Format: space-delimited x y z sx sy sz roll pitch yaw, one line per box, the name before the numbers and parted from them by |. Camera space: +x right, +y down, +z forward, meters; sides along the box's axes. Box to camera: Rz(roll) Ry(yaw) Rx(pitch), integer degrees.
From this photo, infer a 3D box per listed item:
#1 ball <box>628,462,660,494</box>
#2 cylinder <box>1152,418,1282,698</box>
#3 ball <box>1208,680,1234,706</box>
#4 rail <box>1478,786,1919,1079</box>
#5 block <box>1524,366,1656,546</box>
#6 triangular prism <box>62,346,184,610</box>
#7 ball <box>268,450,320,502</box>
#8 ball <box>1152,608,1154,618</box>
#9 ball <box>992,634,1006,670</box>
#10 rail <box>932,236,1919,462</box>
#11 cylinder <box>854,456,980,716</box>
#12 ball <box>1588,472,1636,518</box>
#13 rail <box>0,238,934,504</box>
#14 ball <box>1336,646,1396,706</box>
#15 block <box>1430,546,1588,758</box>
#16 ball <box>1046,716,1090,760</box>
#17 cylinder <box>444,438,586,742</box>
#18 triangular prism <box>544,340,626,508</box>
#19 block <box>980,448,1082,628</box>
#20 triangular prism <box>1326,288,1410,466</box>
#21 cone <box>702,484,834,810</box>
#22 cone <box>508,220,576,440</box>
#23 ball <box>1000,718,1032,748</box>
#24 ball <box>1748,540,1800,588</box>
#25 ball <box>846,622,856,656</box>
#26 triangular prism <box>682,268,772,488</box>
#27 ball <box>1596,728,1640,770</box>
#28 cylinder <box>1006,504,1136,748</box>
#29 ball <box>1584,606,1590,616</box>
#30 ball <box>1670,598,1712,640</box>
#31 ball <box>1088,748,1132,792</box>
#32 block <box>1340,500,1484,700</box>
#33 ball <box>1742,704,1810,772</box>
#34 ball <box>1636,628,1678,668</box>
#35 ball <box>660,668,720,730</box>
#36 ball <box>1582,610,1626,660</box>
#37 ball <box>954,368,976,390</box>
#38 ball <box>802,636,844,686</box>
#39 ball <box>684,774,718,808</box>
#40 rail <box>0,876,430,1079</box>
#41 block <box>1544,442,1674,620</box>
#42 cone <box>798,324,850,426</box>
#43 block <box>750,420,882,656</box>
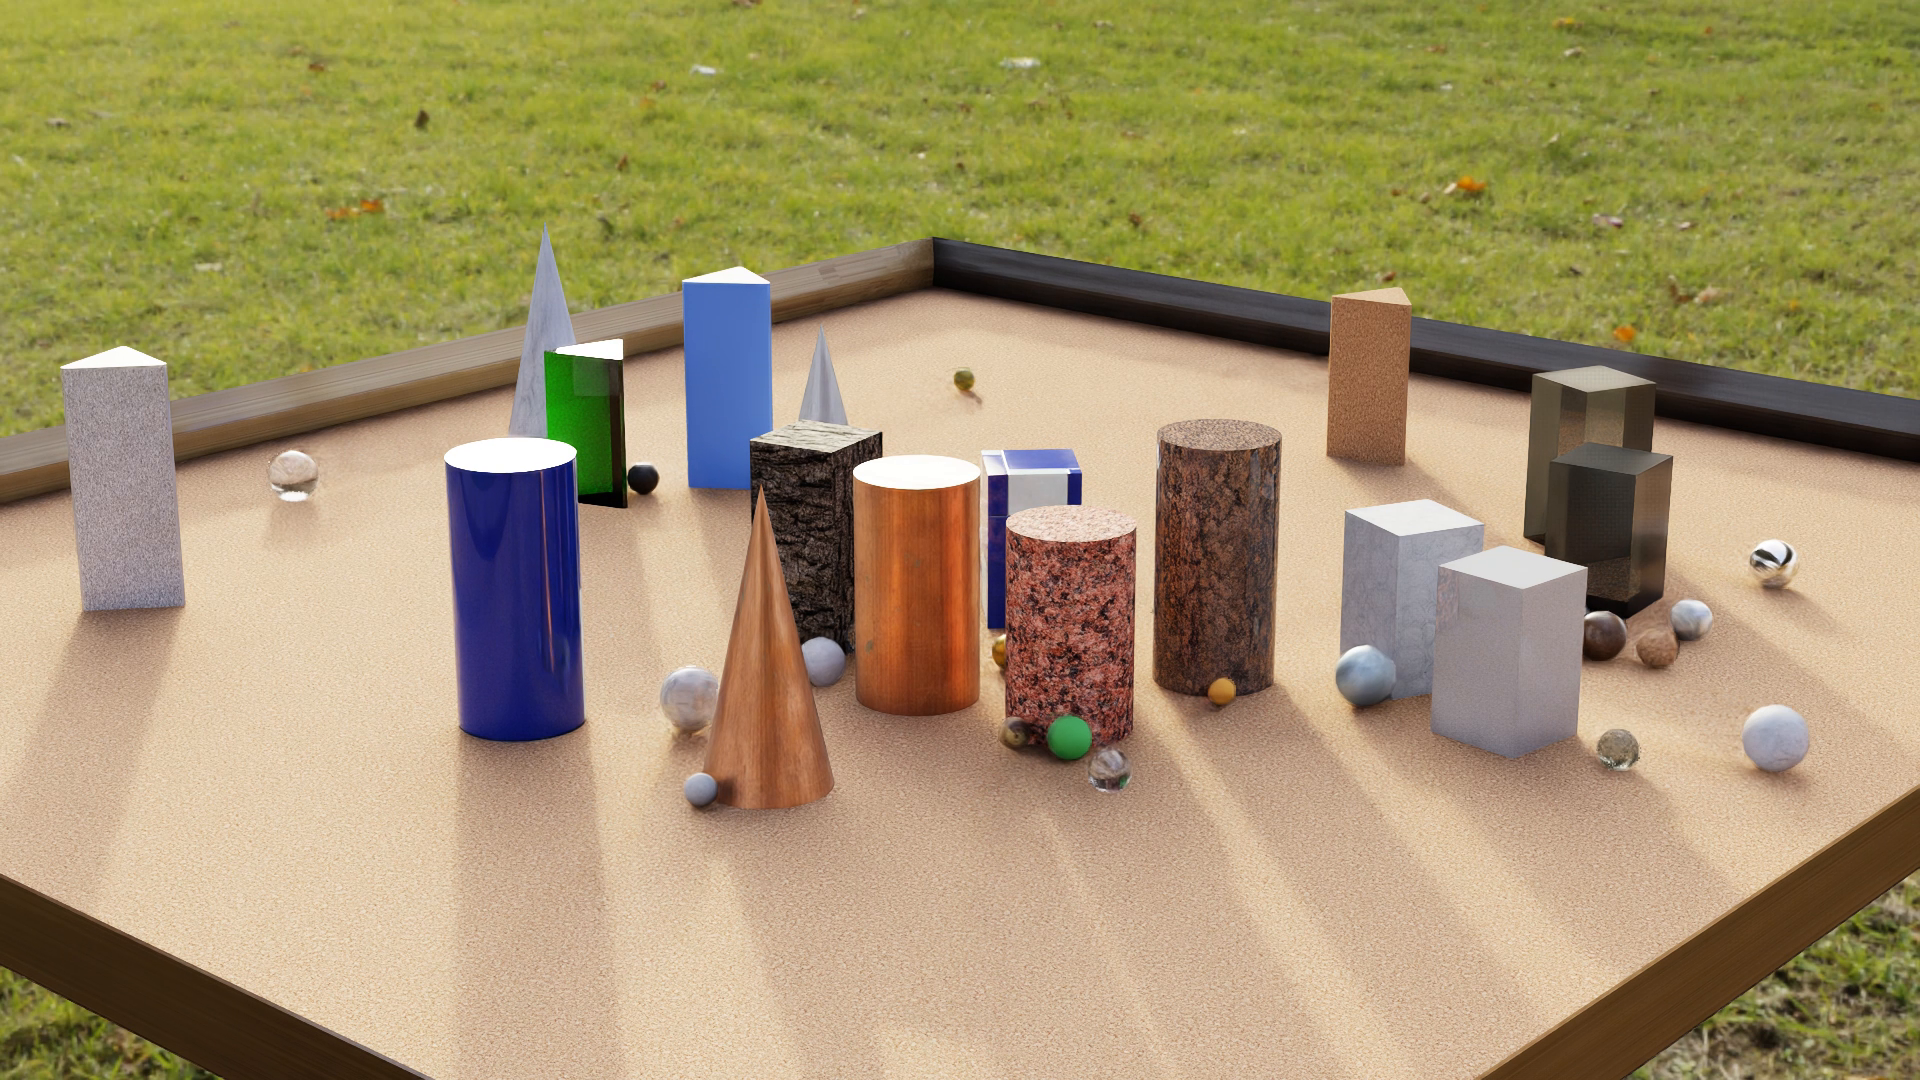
ball | -0.620 -0.122 5.744 0.064 0.064 0.064 0 17 0
cylinder | 0.407 0.027 4.662 0.197 0.403 0.197 0 17 0
ball | 0.409 0.238 4.589 0.041 0.041 0.041 0 17 0
rail | 1.326 0.364 4.018 0.045 0.128 3.881 14 22 39
block | 1.156 -0.145 5.392 0.157 0.312 0.157 -8 19 -26
triangular prism | -1.438 -0.109 5.071 0.170 0.428 0.147 -3 17 -9
ball | -1.294 -0.124 5.691 0.098 0.098 0.098 0 17 0
ball | 0.349 0.126 4.942 0.052 0.052 0.052 0 17 0
ball | 0.079 0.182 4.750 0.057 0.057 0.057 0 17 0
rail | 1.257 -0.386 6.506 3.559 0.128 0.045 14 22 39
cylinder | -0.067 0.070 4.586 0.197 0.366 0.197 0 17 0
ball | 1.240 -0.085 5.580 0.089 0.089 0.089 0 17 0
rail | -1.326 -0.300 6.222 0.045 0.128 3.881 14 22 39
ball | 0.635 0.212 4.581 0.095 0.095 0.095 0 17 0
block | 0.830 0.167 4.437 0.157 0.265 0.157 -15 22 -40
ball | 0.162 0.294 4.363 0.066 0.066 0.066 0 17 0
cylinder | -0.675 0.075 4.467 0.197 0.424 0.197 0 17 0
triangular prism | -0.693 -0.231 5.707 0.170 0.295 0.147 7 18 22
block | 0.120 -0.003 4.995 0.157 0.270 0.157 -1 17 -4
triangular prism | 0.863 -0.340 6.003 0.170 0.333 0.147 10 19 29
cone | -0.281 0.137 4.206 0.197 0.456 0.197 0 17 0
cone | -0.850 -0.431 6.072 0.197 0.467 0.197 0 17 0
ball | 0.083 0.290 4.406 0.048 0.048 0.048 0 17 0
ball | 1.434 0.042 5.164 0.086 0.086 0.086 0 17 0
ball | -0.146 0.160 4.786 0.078 0.078 0.078 0 17 0
triangular prism | -0.445 -0.322 5.800 0.170 0.414 0.147 2 17 6
ball | 0.970 0.308 4.323 0.061 0.061 0.061 0 17 0
cylinder | 0.167 0.130 4.454 0.197 0.326 0.197 0 17 0
ball | 0.999 0.131 4.861 0.090 0.090 0.090 0 17 0
ball | 1.219 0.132 4.893 0.069 0.069 0.069 0 17 0
ball | 0.217 0.332 4.237 0.065 0.065 0.065 0 17 0
block | 0.718 0.093 4.677 0.157 0.269 0.157 -8 18 -24
ball | 1.202 0.291 4.315 0.097 0.097 0.097 0 17 0
ball | 1.131 0.174 4.760 0.065 0.065 0.065 0 17 0
ball | -0.410 0.243 4.478 0.097 0.097 0.097 0 17 0
ball | 1.050 0.155 4.797 0.081 0.081 0.081 0 17 0
ball | 0.010 -0.359 6.555 0.050 0.050 0.050 0 17 0
ball | -0.222 0.193 4.676 0.077 0.077 0.077 0 17 0
ball | -0.369 0.357 4.184 0.048 0.048 0.048 0 17 0
rail | -1.257 0.450 3.734 3.559 0.128 0.045 14 22 39
block | 1.119 -0.018 5.069 0.157 0.255 0.157 12 20 34
cone | -0.257 -0.216 5.491 0.197 0.390 0.197 0 17 0
block | -0.235 -0.002 4.847 0.157 0.352 0.157 9 19 29
